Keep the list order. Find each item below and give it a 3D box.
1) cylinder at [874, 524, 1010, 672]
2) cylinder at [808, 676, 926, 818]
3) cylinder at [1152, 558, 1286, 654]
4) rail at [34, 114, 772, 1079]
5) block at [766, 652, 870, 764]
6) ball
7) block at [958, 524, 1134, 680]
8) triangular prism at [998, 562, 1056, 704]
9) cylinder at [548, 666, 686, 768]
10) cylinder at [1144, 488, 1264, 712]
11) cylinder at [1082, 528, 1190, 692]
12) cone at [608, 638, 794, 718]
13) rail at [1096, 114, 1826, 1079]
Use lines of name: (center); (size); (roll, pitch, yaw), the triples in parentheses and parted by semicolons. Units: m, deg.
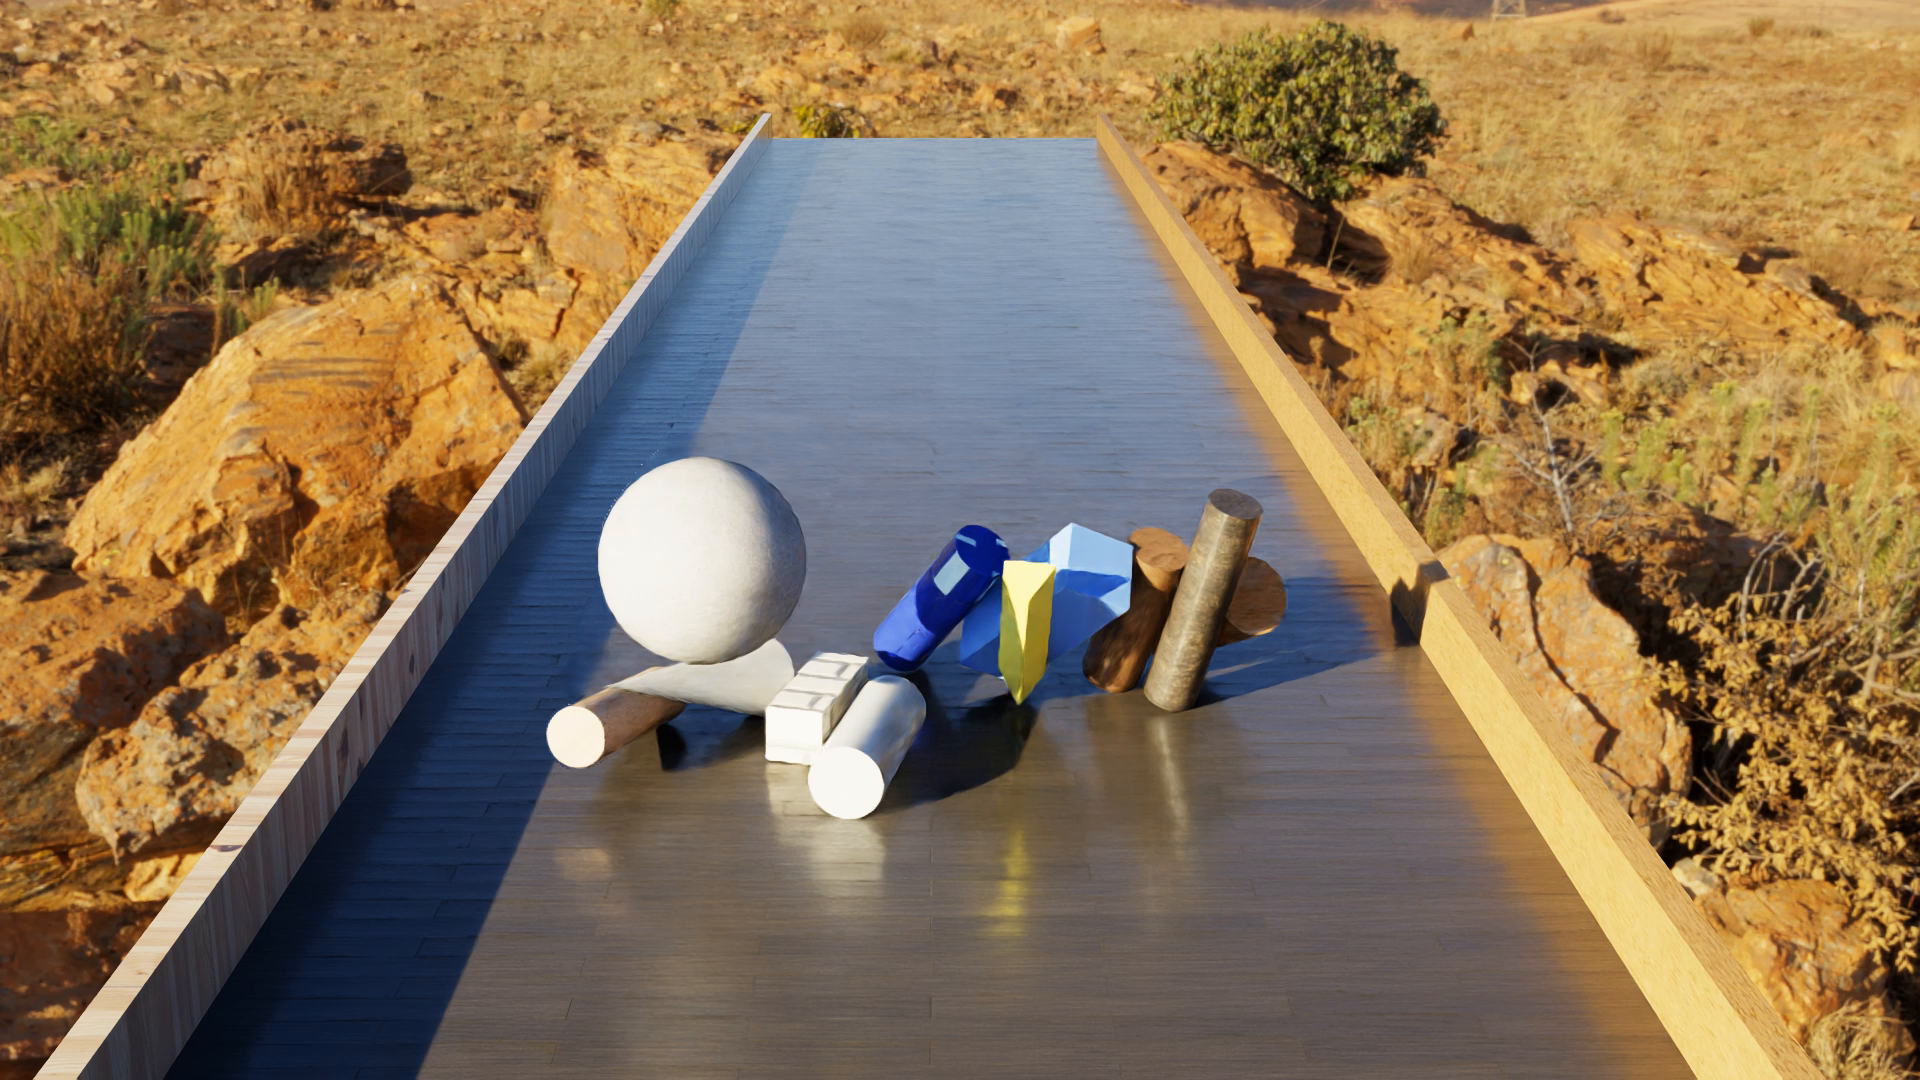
cylinder: (-0.039, 0.116, 4.250); (0.115, 0.353, 0.115); (18, 49, -21)
cylinder: (-0.157, 0.354, 3.813); (0.128, 0.128, 0.352); (3, 17, 10)
cylinder: (0.486, 0.136, 4.290); (0.150, 0.150, 0.316); (-9, -7, -26)
rail: (-1.118, -0.838, 7.780); (0.050, 0.150, 12.000); (0, 17, -1)
block: (-0.257, 0.305, 4.018); (0.101, 0.101, 0.300); (5, 17, 13)
ball: (-0.424, 0.034, 3.626); (0.342, 0.342, 0.342); (0, 17, 0)
block: (0.158, 0.125, 4.133); (0.133, 0.133, 0.392); (20, -33, -23)
triangular prism: (0.108, 0.159, 4.025); (0.078, 0.411, 0.090); (32, 65, 16)
cylinder: (-0.602, 0.309, 3.896); (0.105, 0.105, 0.391); (4, 8, 13)
cylinder: (0.447, 0.115, 4.066); (0.102, 0.433, 0.102); (11, 31, -7)
cylinder: (0.330, 0.136, 4.172); (0.117, 0.324, 0.117); (10, 40, -9)
cone: (-0.489, 0.256, 3.964); (0.150, 0.150, 0.384); (15, 10, 41)
rail: (0.932, -0.844, 7.801); (0.050, 0.150, 12.000); (0, 17, -1)
